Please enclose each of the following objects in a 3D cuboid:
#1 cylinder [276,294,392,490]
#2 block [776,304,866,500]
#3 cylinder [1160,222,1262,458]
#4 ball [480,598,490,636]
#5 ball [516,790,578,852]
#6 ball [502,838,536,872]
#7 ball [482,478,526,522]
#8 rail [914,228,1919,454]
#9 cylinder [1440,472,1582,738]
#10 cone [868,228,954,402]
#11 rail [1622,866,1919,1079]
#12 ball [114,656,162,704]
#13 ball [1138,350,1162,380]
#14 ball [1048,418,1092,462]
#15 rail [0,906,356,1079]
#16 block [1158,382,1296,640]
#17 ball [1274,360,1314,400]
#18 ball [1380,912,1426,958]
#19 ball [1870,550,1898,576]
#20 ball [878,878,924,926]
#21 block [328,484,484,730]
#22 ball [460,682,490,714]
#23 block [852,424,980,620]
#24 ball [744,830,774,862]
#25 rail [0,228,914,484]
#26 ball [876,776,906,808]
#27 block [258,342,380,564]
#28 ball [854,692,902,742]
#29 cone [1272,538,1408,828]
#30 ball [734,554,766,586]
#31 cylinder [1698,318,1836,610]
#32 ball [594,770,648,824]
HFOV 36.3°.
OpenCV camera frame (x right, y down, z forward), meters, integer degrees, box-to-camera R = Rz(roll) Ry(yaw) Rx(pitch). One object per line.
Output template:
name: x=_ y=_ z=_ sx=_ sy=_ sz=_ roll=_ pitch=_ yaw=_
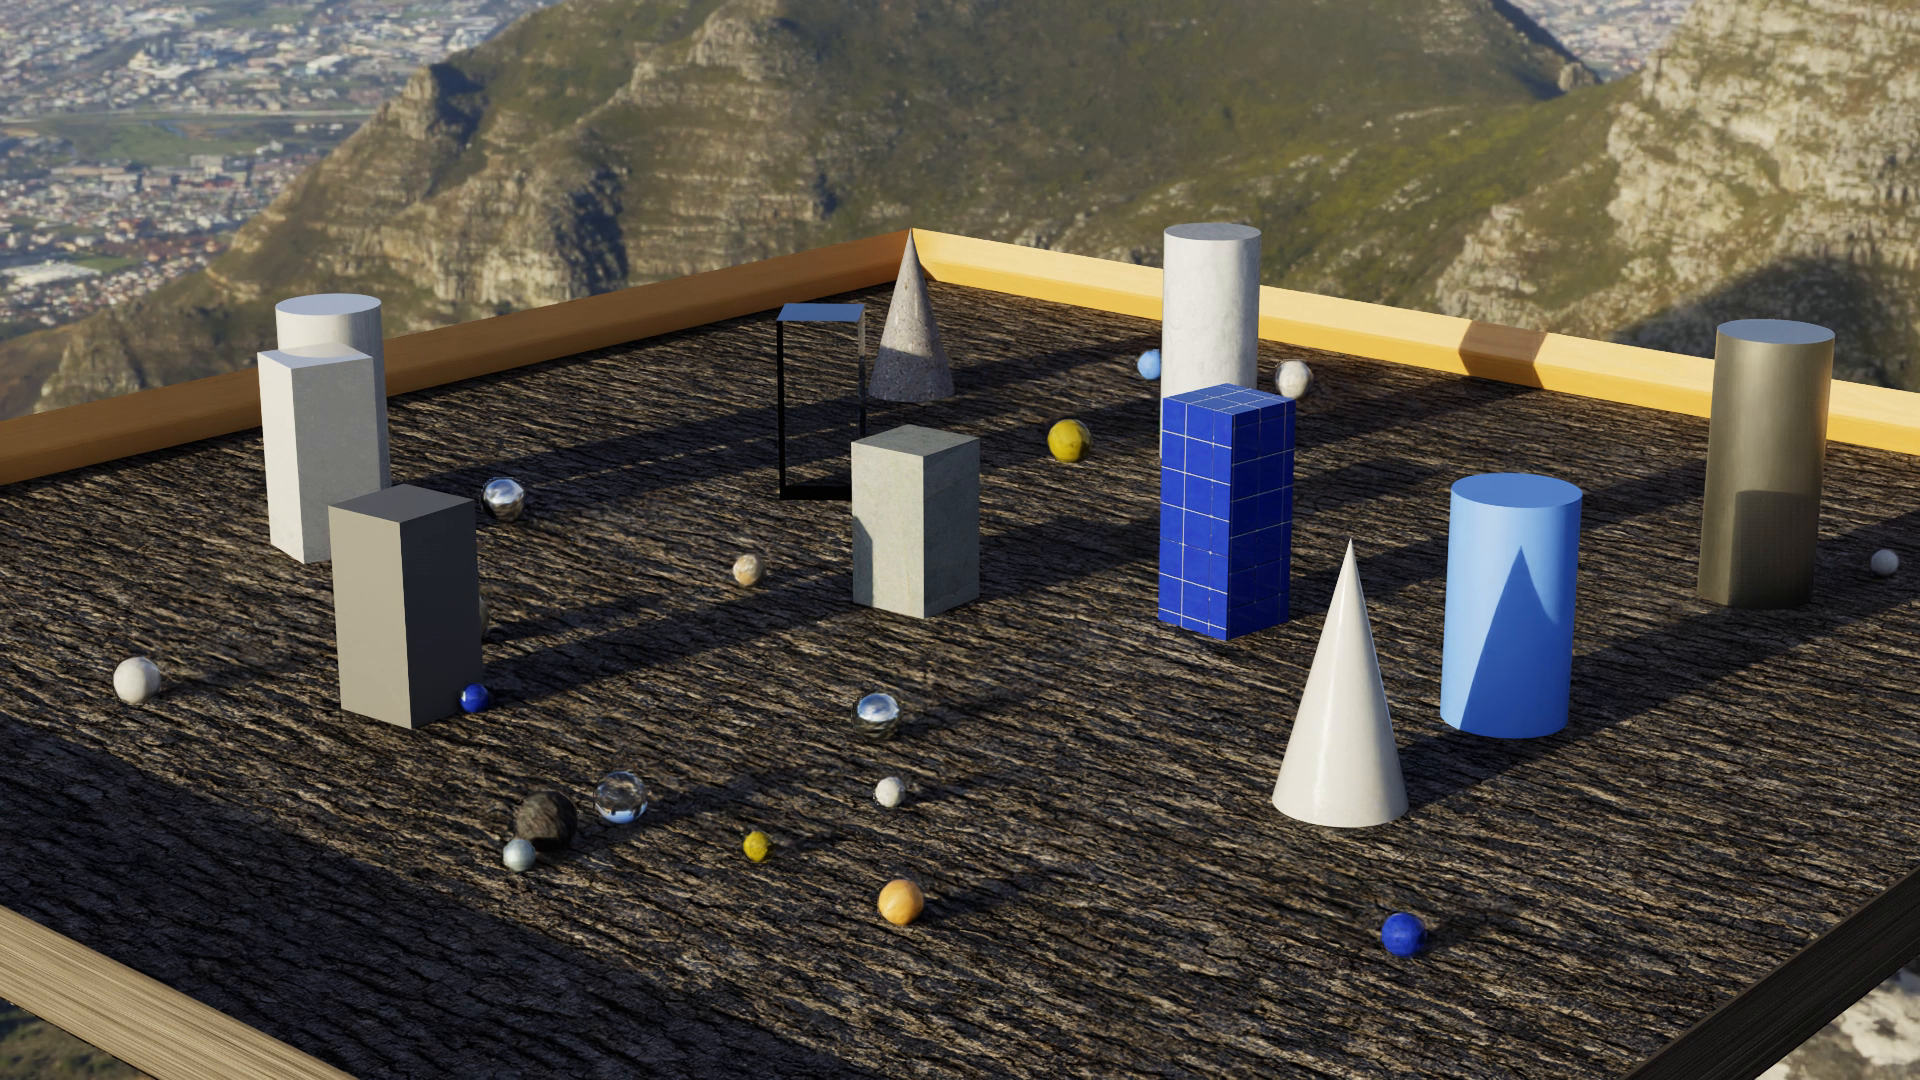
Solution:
cylinder: x=-1.191 y=-0.252 z=5.587 sx=0.195 sy=0.402 sz=0.195 roll=0 pitch=17 yaw=0
block: x=-0.269 y=-0.270 z=5.727 sx=0.156 sy=0.357 sz=0.156 roll=1 pitch=17 yaw=3
cylinder: x=0.508 y=-0.396 z=5.956 sx=0.195 sy=0.466 sz=0.195 roll=0 pitch=17 yaw=0
ball: x=-0.826 y=0.129 z=4.862 sx=0.092 sy=0.092 sz=0.092 roll=0 pitch=17 yaw=0
ball: x=-0.567 y=0.386 z=4.024 sx=0.084 sy=0.084 sz=0.084 roll=0 pitch=17 yaw=0
ball: x=-0.595 y=0.425 z=3.961 sx=0.045 sy=0.045 sz=0.045 roll=0 pitch=17 yaw=0
ball: x=-0.864 y=-0.075 z=5.554 sx=0.083 sy=0.083 sz=0.083 roll=0 pitch=17 yaw=0
rail: x=1.291 y=-0.397 z=6.544 sx=3.789 sy=0.127 sz=0.045 roll=14 pitch=22 yaw=39
cylinder: x=0.843 y=0.099 z=4.491 sx=0.195 sy=0.364 sz=0.195 roll=0 pitch=17 yaw=0
cone: x=-0.108 y=-0.509 z=6.497 sx=0.195 sy=0.370 sz=0.195 roll=0 pitch=17 yaw=0
rail: x=1.413 y=0.386 z=3.946 sx=0.045 sy=0.127 sz=3.986 roll=14 pitch=22 yaw=39
ball: x=-1.289 y=0.220 z=4.594 sx=0.073 sy=0.073 sz=0.073 roll=0 pitch=17 yaw=0
ball: x=0.437 y=-0.395 z=6.642 sx=0.068 sy=0.068 sz=0.068 roll=0 pitch=17 yaw=0
ball: x=0.223 y=-0.203 z=5.968 sx=0.089 sy=0.089 sz=0.089 roll=0 pitch=17 yaw=0
rail: x=-1.291 y=0.461 z=3.697 sx=3.789 sy=0.127 sz=0.045 roll=14 pitch=22 yaw=39
block: x=0.449 y=-0.049 z=4.940 sx=0.156 sy=0.389 sz=0.156 roll=-15 pitch=22 yaw=-40
ball: x=0.736 y=-0.352 z=6.465 sx=0.087 sy=0.087 sz=0.087 roll=0 pitch=17 yaw=0
ball: x=0.560 y=0.498 z=3.699 sx=0.057 sy=0.057 sz=0.057 roll=0 pitch=17 yaw=0
ball: x=1.649 y=0.042 z=5.228 sx=0.048 sy=0.048 sz=0.048 roll=0 pitch=17 yaw=0
ball: x=-0.076 y=0.468 z=3.793 sx=0.059 sy=0.059 sz=0.059 roll=0 pitch=17 yaw=0
block: x=-0.856 y=0.101 z=4.545 sx=0.156 sy=0.329 sz=0.156 roll=12 pitch=21 yaw=35
ball: x=-0.754 y=0.245 z=4.554 sx=0.047 sy=0.047 sz=0.047 roll=0 pitch=17 yaw=0
block: x=-0.076 y=-0.034 z=5.065 sx=0.156 sy=0.287 sz=0.156 roll=13 pitch=21 yaw=36
ball: x=-0.274 y=0.417 z=3.993 sx=0.043 sy=0.043 sz=0.043 roll=0 pitch=17 yaw=0
rail: x=-1.413 y=-0.322 z=6.294 sx=0.045 sy=0.127 sz=3.986 roll=14 pitch=22 yaw=39
ball: x=-0.099 y=0.360 z=4.181 sx=0.044 sy=0.044 sz=0.044 roll=0 pitch=17 yaw=0
block: x=-1.167 y=-0.161 z=5.356 sx=0.156 sy=0.363 sz=0.156 roll=-11 pitch=20 yaw=-33
ball: x=-0.124 y=0.268 z=4.432 sx=0.074 sy=0.074 sz=0.074 roll=0 pitch=17 yaw=0
cone: x=0.545 y=0.186 z=4.150 sx=0.195 sy=0.395 sz=0.195 roll=0 pitch=17 yaw=0
ball: x=-0.372 y=0.054 z=5.173 sx=0.056 sy=0.056 sz=0.056 roll=0 pitch=17 yaw=0
cylinder: x=1.393 y=-0.132 z=5.074 sx=0.195 sy=0.469 sz=0.195 roll=0 pitch=17 yaw=0
ball: x=-0.476 y=0.362 z=4.120 sx=0.075 sy=0.075 sz=0.075 roll=0 pitch=17 yaw=0
